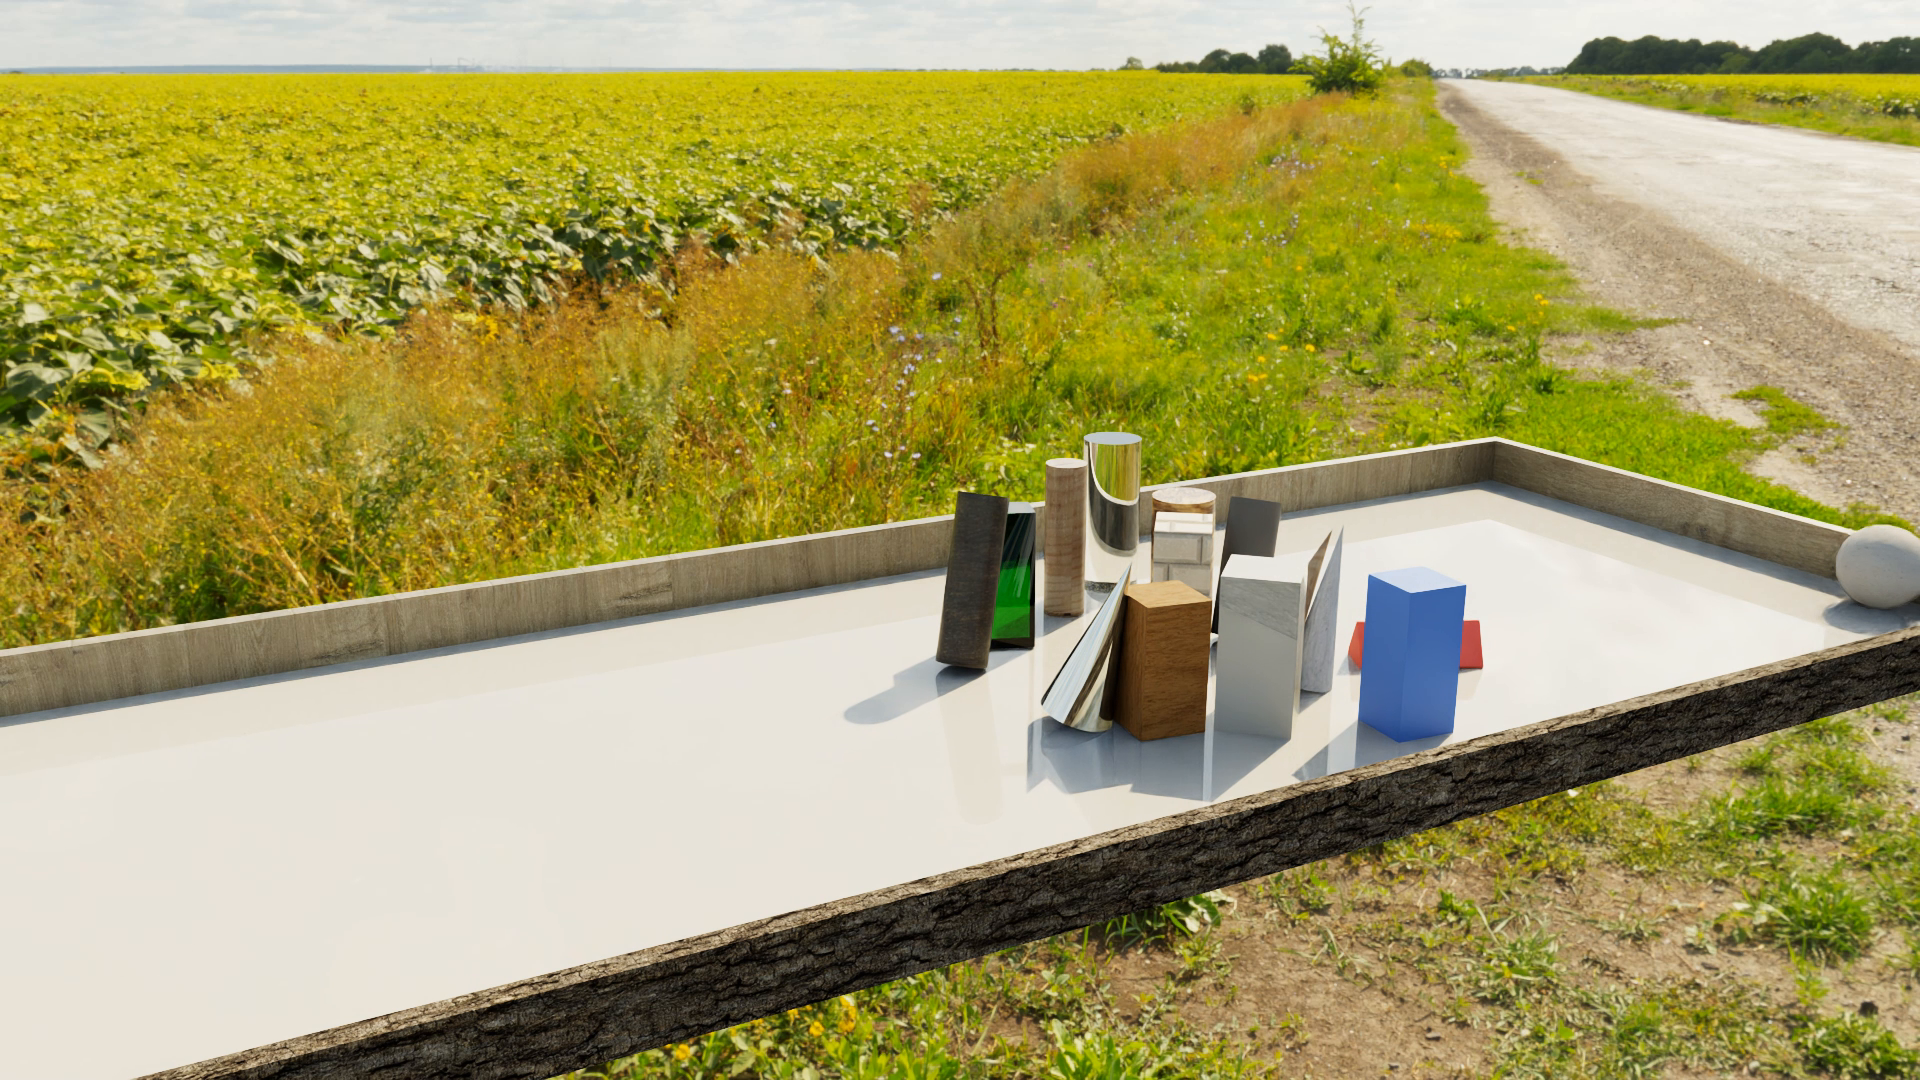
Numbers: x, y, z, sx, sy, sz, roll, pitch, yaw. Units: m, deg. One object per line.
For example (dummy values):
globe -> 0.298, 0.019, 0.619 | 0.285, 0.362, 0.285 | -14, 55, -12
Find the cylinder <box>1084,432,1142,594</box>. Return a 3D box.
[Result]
cylinder -> 0.442, -0.081, 4.839 | 0.168, 0.446, 0.168 | 0, 16, 0

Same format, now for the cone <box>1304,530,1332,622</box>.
cone -> 0.831, 0.155, 4.073 | 0.136, 0.410, 0.136 | 26, 2, -1

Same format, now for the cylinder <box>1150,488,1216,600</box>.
cylinder -> 0.619, 0.043, 4.592 | 0.175, 0.346, 0.175 | -1, 17, 0

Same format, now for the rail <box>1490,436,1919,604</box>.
rail -> 2.466, -0.048, 5.253 | 0.050, 0.150, 2.100 | -9, 18, -27

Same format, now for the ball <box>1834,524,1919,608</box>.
ball -> 2.617, 0.075, 4.680 | 0.237, 0.237, 0.237 | 0, 16, 0

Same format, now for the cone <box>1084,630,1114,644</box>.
cone -> 0.469, 0.256, 4.366 | 0.320, 0.136, 0.136 | -5, 12, 28

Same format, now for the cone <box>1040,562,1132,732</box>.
cone -> 0.333, 0.225, 3.814 | 0.179, 0.402, 0.179 | 16, 21, -6

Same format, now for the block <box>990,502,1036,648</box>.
block -> 0.125, 0.092, 4.382 | 0.131, 0.366, 0.131 | -2, 14, -7

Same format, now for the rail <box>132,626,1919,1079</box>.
rail -> -2.336, 1.006, 1.665 | 12.000, 0.150, 0.050 | -9, 18, -27

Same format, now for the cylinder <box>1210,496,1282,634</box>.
cylinder -> 0.764, 0.075, 4.404 | 0.137, 0.368, 0.137 | 8, 1, 0

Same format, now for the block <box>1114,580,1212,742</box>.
block -> 0.465, 0.278, 3.835 | 0.165, 0.322, 0.165 | -5, 17, -20

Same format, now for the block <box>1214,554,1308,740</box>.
block -> 0.702, 0.246, 3.846 | 0.178, 0.378, 0.178 | 5, 17, 16

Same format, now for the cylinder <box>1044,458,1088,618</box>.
cylinder -> 0.294, -0.005, 4.609 | 0.116, 0.431, 0.116 | 0, 16, 0

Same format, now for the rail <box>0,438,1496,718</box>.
rail -> -3.305, 0.497, 3.399 | 12.000, 0.150, 0.050 | -9, 18, -27

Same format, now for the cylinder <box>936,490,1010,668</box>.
cylinder -> 0.032, 0.100, 4.206 | 0.134, 0.436, 0.134 | 7, 2, 0

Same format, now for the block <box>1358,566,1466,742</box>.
block -> 1.045, 0.263, 3.821 | 0.155, 0.361, 0.155 | -7, 18, -22

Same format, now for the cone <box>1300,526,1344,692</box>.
cone -> 0.899, 0.158, 4.054 | 0.121, 0.418, 0.121 | 8, 16, -2

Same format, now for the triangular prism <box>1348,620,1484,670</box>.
triangular prism -> 1.182, 0.259, 4.270 | 0.317, 0.108, 0.125 | -1, 17, -2

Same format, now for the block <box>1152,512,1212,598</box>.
block -> 0.593, 0.105, 4.406 | 0.149, 0.323, 0.149 | 3, 21, 9
